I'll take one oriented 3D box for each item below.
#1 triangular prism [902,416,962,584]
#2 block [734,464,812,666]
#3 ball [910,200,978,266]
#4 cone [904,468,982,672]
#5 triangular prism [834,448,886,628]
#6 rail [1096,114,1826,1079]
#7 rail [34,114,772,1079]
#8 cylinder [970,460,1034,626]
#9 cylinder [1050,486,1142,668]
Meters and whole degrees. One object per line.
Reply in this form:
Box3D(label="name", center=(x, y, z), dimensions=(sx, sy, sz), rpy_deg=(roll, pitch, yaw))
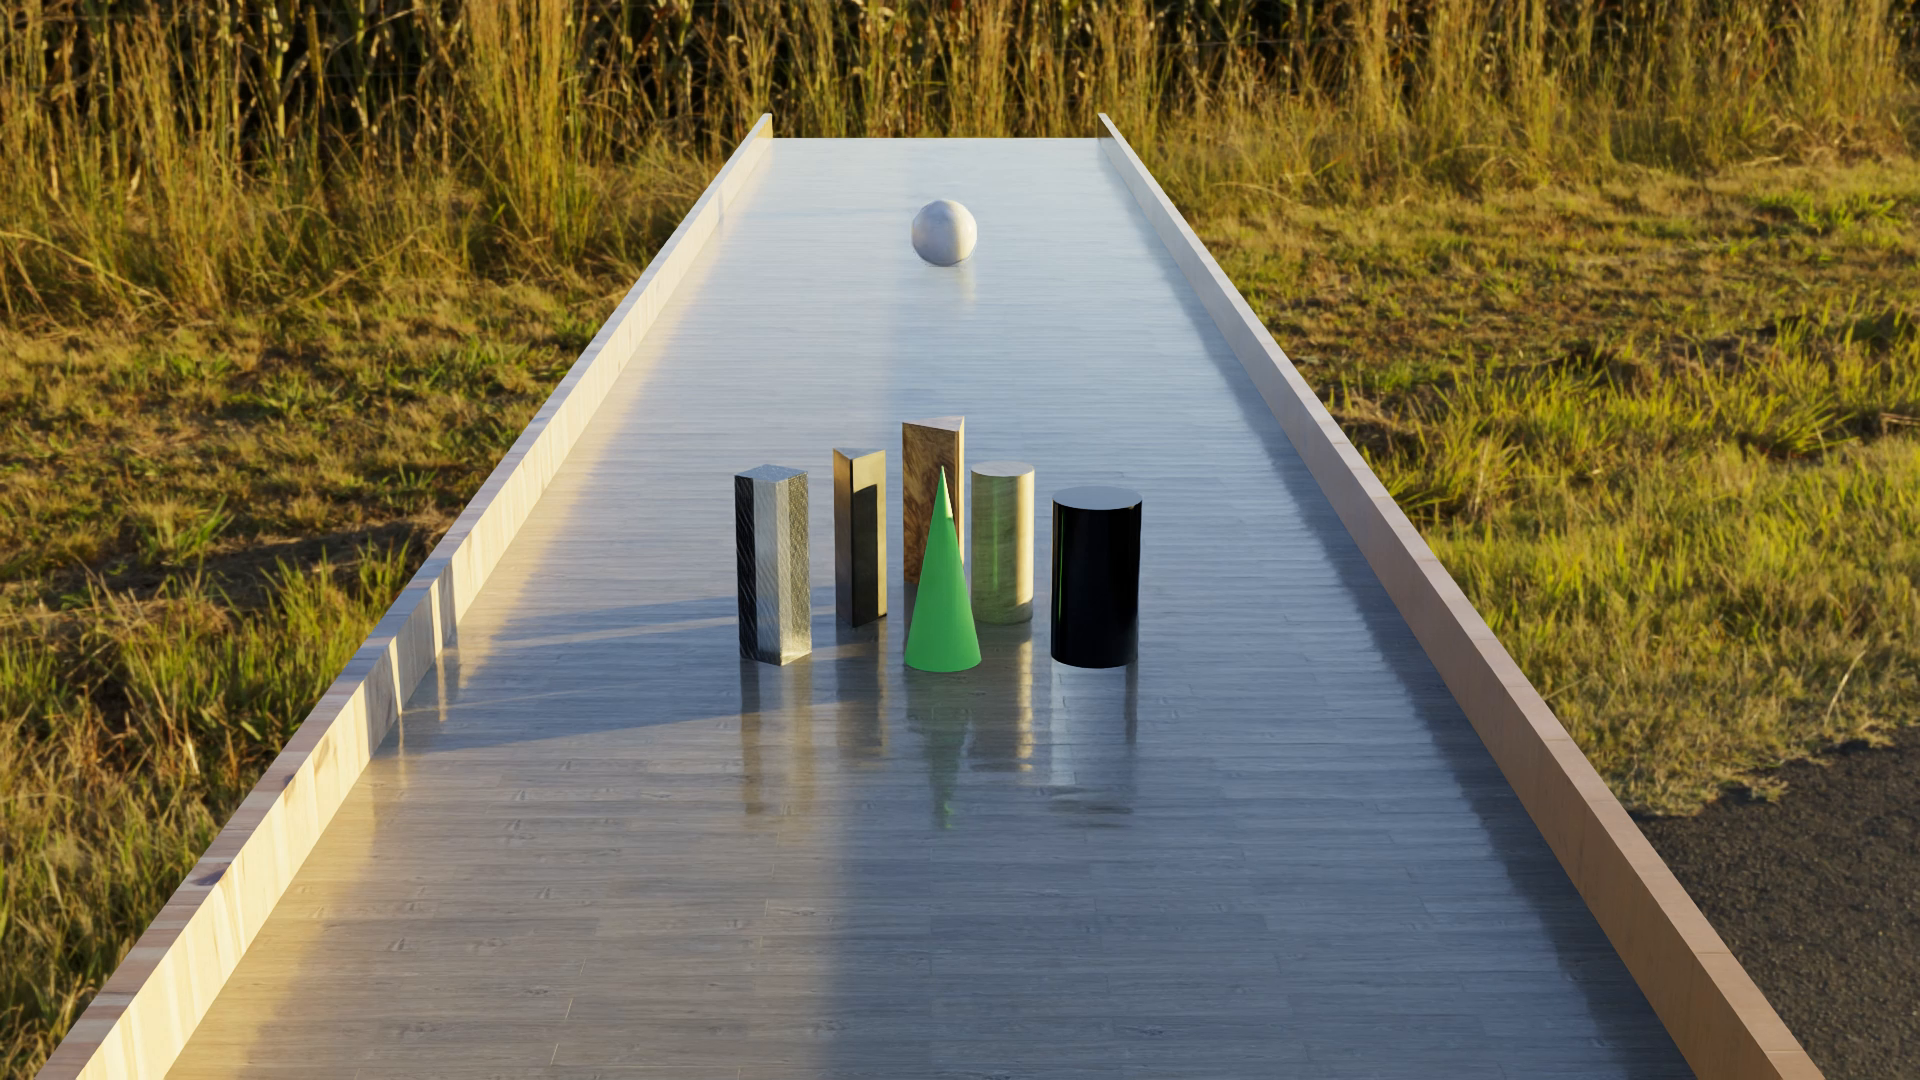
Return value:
Box3D(label="triangular prism", center=(-0.030, -0.088, 4.884), dimensions=(0.147, 0.364, 0.127), rpy_deg=(11, 20, 33))
Box3D(label="block", center=(-0.373, 0.049, 4.395), dimensions=(0.103, 0.379, 0.103), rpy_deg=(10, 19, 31))
Box3D(label="ball", center=(-0.066, -1.250, 8.953), dimensions=(0.272, 0.272, 0.272), rpy_deg=(0, 17, 0))
Box3D(label="cone", center=(-0.035, 0.045, 4.365), dimensions=(0.155, 0.404, 0.155), rpy_deg=(0, 17, 0))
Box3D(label="triangular prism", center=(-0.227, -0.011, 4.624), dimensions=(0.094, 0.364, 0.108), rpy_deg=(12, 21, 36))
Box3D(label="rail", center=(0.932, -0.844, 7.801), dimensions=(0.050, 0.150, 12.000), rpy_deg=(0, 17, -1))
Box3D(label="rail", center=(-1.118, -0.838, 7.780), dimensions=(0.050, 0.150, 12.000), rpy_deg=(0, 17, -1))
Box3D(label="cylinder", center=(0.089, 0.006, 4.637), dimensions=(0.132, 0.325, 0.132), rpy_deg=(0, 17, 0))
Box3D(label="cylinder", center=(0.272, 0.073, 4.406), dimensions=(0.178, 0.328, 0.178), rpy_deg=(0, 17, 0))
